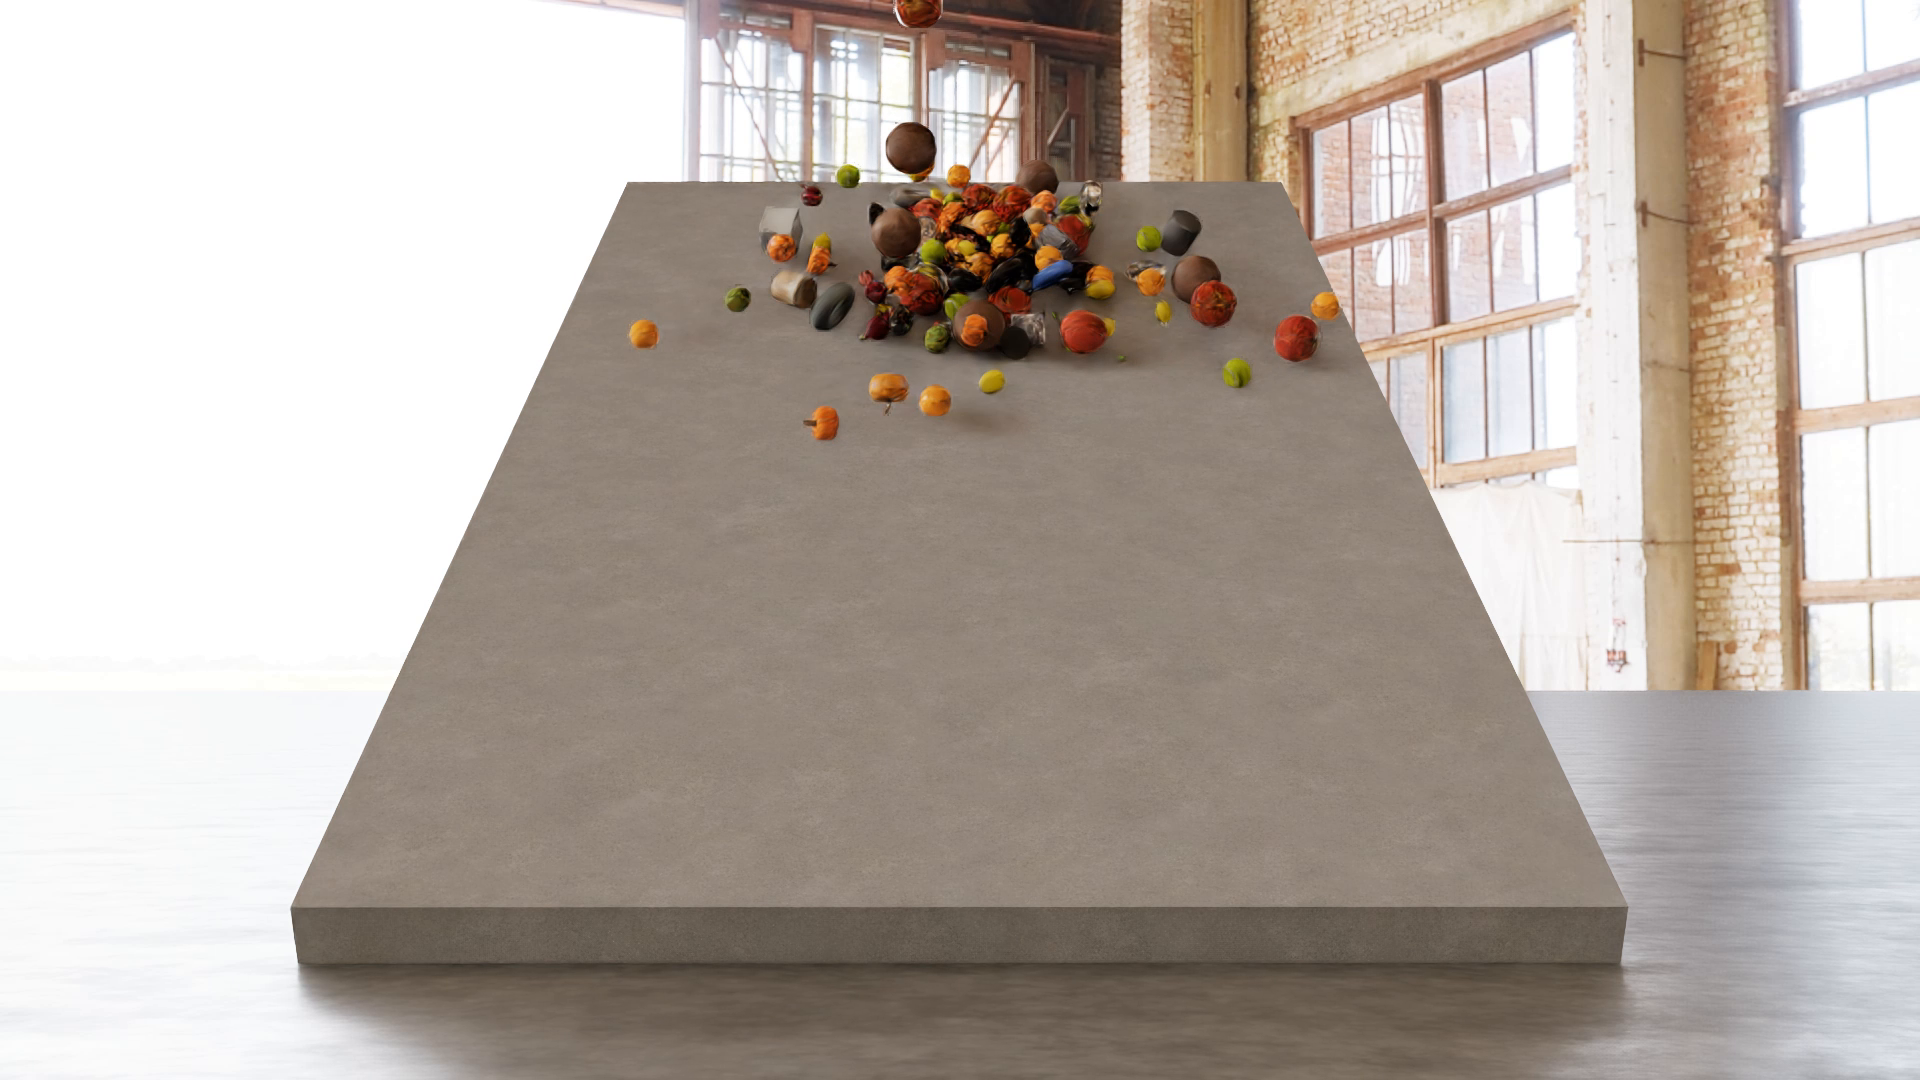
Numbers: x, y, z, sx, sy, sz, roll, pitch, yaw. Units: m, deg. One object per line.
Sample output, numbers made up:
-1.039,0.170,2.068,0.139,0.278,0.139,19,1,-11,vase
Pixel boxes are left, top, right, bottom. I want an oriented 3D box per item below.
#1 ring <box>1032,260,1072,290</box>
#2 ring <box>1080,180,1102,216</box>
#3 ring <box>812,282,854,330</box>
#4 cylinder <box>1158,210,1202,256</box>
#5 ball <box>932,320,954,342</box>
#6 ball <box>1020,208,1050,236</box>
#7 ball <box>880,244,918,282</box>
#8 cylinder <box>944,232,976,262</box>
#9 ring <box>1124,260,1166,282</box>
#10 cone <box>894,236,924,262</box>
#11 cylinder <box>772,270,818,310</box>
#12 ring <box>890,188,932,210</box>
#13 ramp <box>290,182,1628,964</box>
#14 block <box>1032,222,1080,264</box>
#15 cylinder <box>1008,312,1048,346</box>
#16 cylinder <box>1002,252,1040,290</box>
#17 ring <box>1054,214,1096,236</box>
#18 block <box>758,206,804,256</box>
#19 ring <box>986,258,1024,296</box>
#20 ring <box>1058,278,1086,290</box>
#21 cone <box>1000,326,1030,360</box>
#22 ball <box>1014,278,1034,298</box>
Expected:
0.238,-0.685,6.025,0.116,0.039,0.116,-30,-2,-1,ring
0.374,-0.979,6.677,0.036,0.108,0.108,6,-5,-21,ring
-0.318,-0.584,5.831,0.046,0.139,0.139,39,8,15,ring
0.597,-0.835,6.337,0.090,0.090,0.090,2,-41,-31,cylinder
-0.041,-0.521,5.785,0.053,0.053,0.053,0,-4,0,ball
0.205,-0.871,6.370,0.078,0.078,0.078,0,-4,0,ball
-0.162,-0.736,6.205,0.100,0.100,0.100,0,-4,0,ball
0.001,-0.799,6.375,0.077,0.077,0.077,4,-3,9,cylinder
0.497,-0.719,6.249,0.111,0.037,0.111,-1,25,0,ring
-0.133,-0.772,6.340,0.090,0.090,0.090,14,-7,-17,cone
-0.427,-0.646,6.017,0.084,0.084,0.084,21,10,36,cylinder
-0.145,-1.004,6.857,0.126,0.042,0.126,7,20,-3,ring
-0.008,-0.229,5.325,2.000,0.100,4.000,0,24,0,ramp
0.253,-0.777,6.172,0.078,0.078,0.078,50,13,31,block
0.167,-0.518,5.751,0.077,0.077,0.077,-17,1,-15,cylinder
0.156,-0.712,6.180,0.080,0.080,0.080,-2,19,35,cylinder
0.327,-0.896,6.637,0.117,0.039,0.117,3,27,-2,ring
-0.494,-0.851,6.424,0.092,0.092,0.092,5,-33,12,block
0.112,-0.663,5.873,0.119,0.040,0.119,-40,-11,-9,ring
0.294,-0.674,6.137,0.077,0.026,0.077,5,0,0,ring
0.117,-0.475,5.705,0.083,0.083,0.083,2,-6,-25,cone
0.167,-0.656,6.087,0.053,0.053,0.053,0,-4,0,ball
